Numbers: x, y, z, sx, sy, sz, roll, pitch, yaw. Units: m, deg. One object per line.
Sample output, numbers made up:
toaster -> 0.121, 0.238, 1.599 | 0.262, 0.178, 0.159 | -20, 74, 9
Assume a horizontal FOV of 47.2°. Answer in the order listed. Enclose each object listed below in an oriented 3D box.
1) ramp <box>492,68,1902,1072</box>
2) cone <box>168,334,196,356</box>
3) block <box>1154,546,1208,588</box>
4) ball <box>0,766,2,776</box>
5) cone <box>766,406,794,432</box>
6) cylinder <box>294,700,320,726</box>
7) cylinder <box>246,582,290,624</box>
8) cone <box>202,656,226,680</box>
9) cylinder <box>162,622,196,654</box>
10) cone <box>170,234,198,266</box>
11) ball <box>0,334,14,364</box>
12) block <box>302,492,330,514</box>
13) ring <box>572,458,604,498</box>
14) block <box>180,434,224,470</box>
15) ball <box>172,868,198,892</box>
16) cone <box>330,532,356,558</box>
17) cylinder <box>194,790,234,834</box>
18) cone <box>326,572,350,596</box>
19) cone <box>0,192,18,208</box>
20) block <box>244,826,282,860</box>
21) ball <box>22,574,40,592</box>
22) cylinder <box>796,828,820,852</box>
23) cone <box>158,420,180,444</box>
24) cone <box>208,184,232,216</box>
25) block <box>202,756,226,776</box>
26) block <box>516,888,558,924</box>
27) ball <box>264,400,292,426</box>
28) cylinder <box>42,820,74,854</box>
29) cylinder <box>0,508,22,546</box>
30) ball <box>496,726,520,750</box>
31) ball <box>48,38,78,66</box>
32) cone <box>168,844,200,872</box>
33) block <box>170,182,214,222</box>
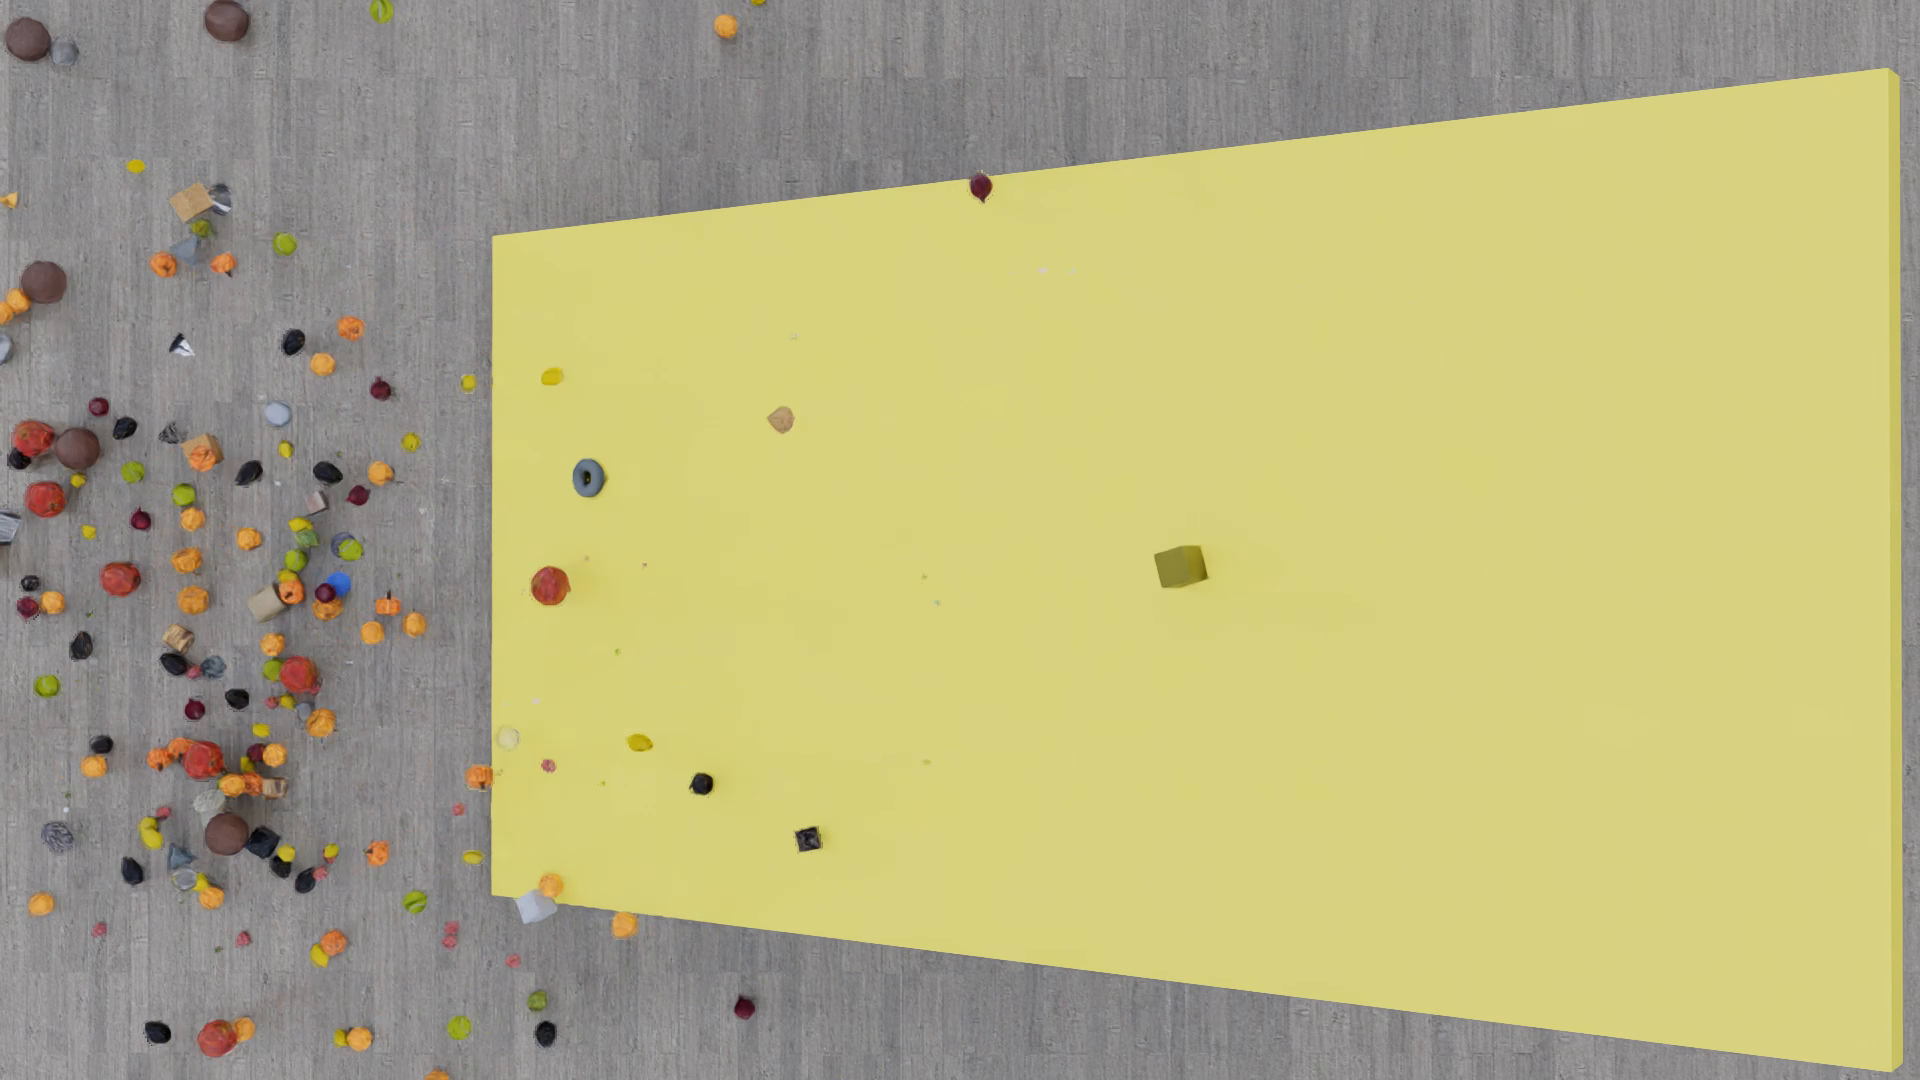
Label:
ramp -> 0.244, 0.067, 5.569 | 4.000, 0.100, 2.000 | 0, 89, 35
cone -> -2.372, -0.583, 6.735 | 0.072, 0.072, 0.072 | 32, 90, -9
block -> 0.529, 0.064, 5.256 | 0.084, 0.084, 0.084 | -19, 79, 34
ball -> -2.976, 0.705, 6.705 | 0.099, 0.099, 0.099 | 0, 90, 0
cone -> -0.505, -0.331, 5.991 | 0.075, 0.075, 0.075 | 0, 89, 35
cylinder -> -1.997, 0.528, 6.723 | 0.060, 0.060, 0.060 | -19, 93, 0
cylinder -> -2.111, 0.192, 6.712 | 0.093, 0.093, 0.093 | -31, 90, 0
cone -> -2.293, 0.391, 6.719 | 0.076, 0.076, 0.076 | 0, 90, 0
cylinder -> -2.388, 0.301, 6.723 | 0.070, 0.070, 0.070 | 30, 90, 0
cone -> -2.343, -0.897, 6.700 | 0.088, 0.088, 0.088 | 35, 94, 0
ball -> -2.942, -0.585, 6.717 | 0.096, 0.096, 0.096 | 0, 90, 0
block -> -1.972, -0.113, 6.734 | 0.054, 0.054, 0.054 | -26, 90, 0
ring -> -1.085, -0.180, 6.421 | 0.115, 0.038, 0.115 | 0, 90, 37
block -> -2.314, -0.268, 6.721 | 0.082, 0.082, 0.082 | -23, 90, 0
ball -> -2.350, 1.031, 6.664 | 0.075, 0.075, 0.075 | 0, 90, 0
cone -> -1.895, 0.015, 6.718 | 0.083, 0.083, 0.083 | 0, 90, 0
cylinder -> -2.263, 0.823, 6.670 | 0.093, 0.093, 0.093 | -7, 127, 0
cone -> -1.911, 0.136, 6.721 | 0.077, 0.077, 0.077 | 0, 90, 0
cone -> -2.908, -1.053, 6.754 | 0.050, 0.050, 0.050 | 30, 66, 0
block -> -2.130, 0.924, 6.718 | 0.069, 0.069, 0.069 | 31, 90, 0
ball -> -2.846, 0.132, 6.733 | 0.052, 0.052, 0.052 | 0, 90, 0
cylinder -> -0.409, 0.808, 5.924 | 0.057, 0.057, 0.057 | -14, 82, 0
cone -> -2.419, -0.341, 6.747 | 0.065, 0.065, 0.065 | 2, 64, 0
cone -> -2.302, -1.045, 6.740 | 0.096, 0.096, 0.096 | 5, 90, 25
block -> -2.282, 0.691, 6.729 | 0.051, 0.051, 0.051 | -12, 90, 0
block -> -1.252, 1.081, 6.506 | 0.074, 0.074, 0.074 | -33, 71, 30
ball -> -2.086, -0.385, 6.723 | 0.080, 0.080, 0.080 | 0, 90, 0
cylinder -> -2.741, 0.903, 6.685 | 0.070, 0.070, 0.070 | 39, 90, 31
cylinder -> -2.922, -0.041, 6.703 | 0.088, 0.088, 0.088 | 28, 100, 0
ball -> -1.355, 0.590, 6.584 | 0.070, 0.070, 0.070 | 0, 90, 0
ball -> -2.743, -1.494, 6.730 | 0.084, 0.084, 0.084 | 0, 90, 0
cone -> -2.374, 0.974, 6.733 | 0.087, 0.087, 0.087 | 7, 90, -26
block -> -2.325, -1.023, 6.657 | 0.079, 0.079, 0.079 | -41, 107, -39
